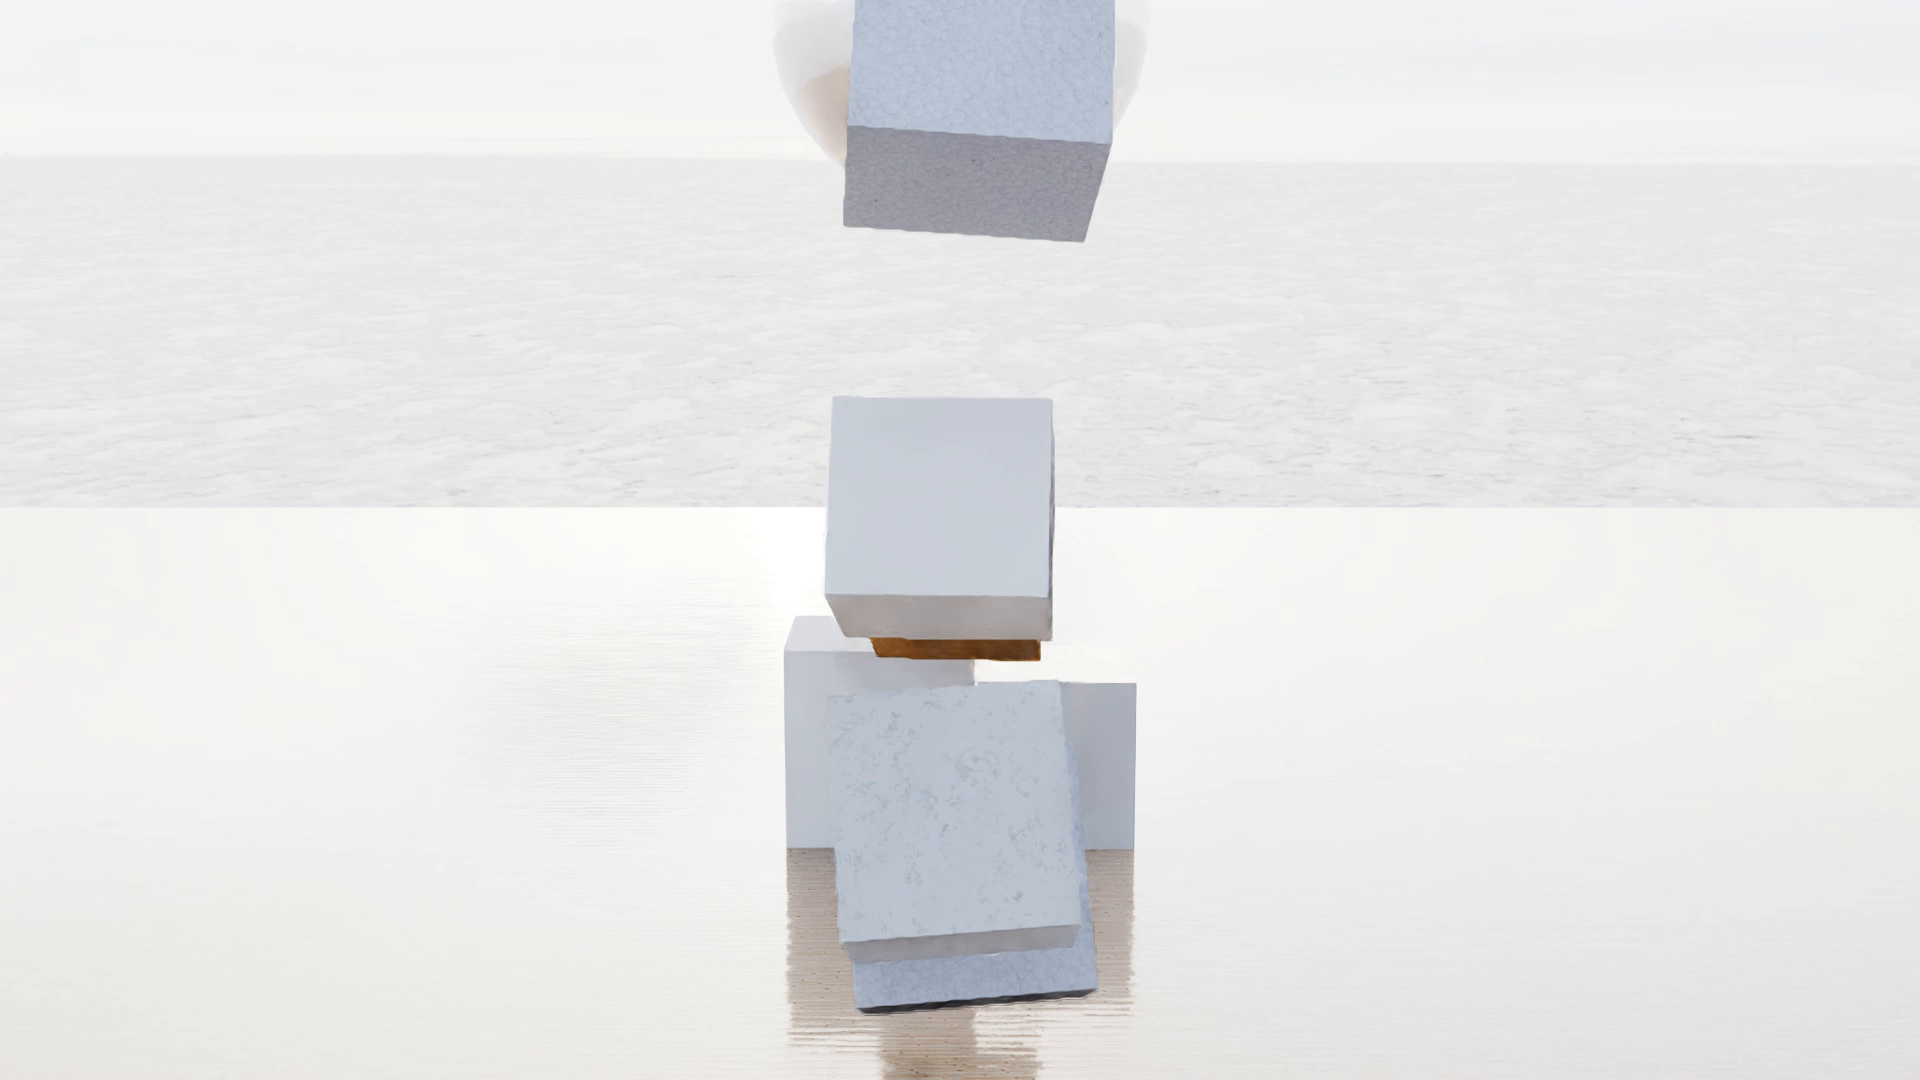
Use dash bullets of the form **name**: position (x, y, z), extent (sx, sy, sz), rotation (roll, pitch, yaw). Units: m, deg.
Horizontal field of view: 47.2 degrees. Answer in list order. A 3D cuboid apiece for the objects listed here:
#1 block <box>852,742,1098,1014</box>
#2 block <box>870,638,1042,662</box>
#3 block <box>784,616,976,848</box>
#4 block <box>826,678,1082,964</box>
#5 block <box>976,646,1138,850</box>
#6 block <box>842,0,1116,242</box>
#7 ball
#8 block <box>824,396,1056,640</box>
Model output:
- **block**: position (0.026, 1.290, 8.264), extent (0.853, 0.877, 0.865), rotation (-5, -14, -1)
- **block**: position (-0.012, 0.113, 10.578), extent (0.807, 0.780, 0.756), rotation (1, -15, 4)
- **block**: position (-0.400, 0.974, 11.370), extent (0.951, 1.016, 0.820), rotation (0, 10, 0)
- **block**: position (-0.020, 0.943, 7.236), extent (0.739, 0.770, 0.814), rotation (-4, -15, 0)
- **block**: position (0.481, 1.056, 11.354), extent (0.791, 0.860, 0.803), rotation (0, 10, 0)
- **block**: position (0.058, -1.647, 7.695), extent (0.871, 0.917, 0.737), rotation (3, -18, -3)
- **ball**: position (0.000, -2.180, 9.177), extent (1.600, 1.600, 1.600), rotation (0, 10, 0)
- **block**: position (-0.067, -0.082, 9.810), extent (0.953, 0.884, 0.830), rotation (1, -15, 4)
